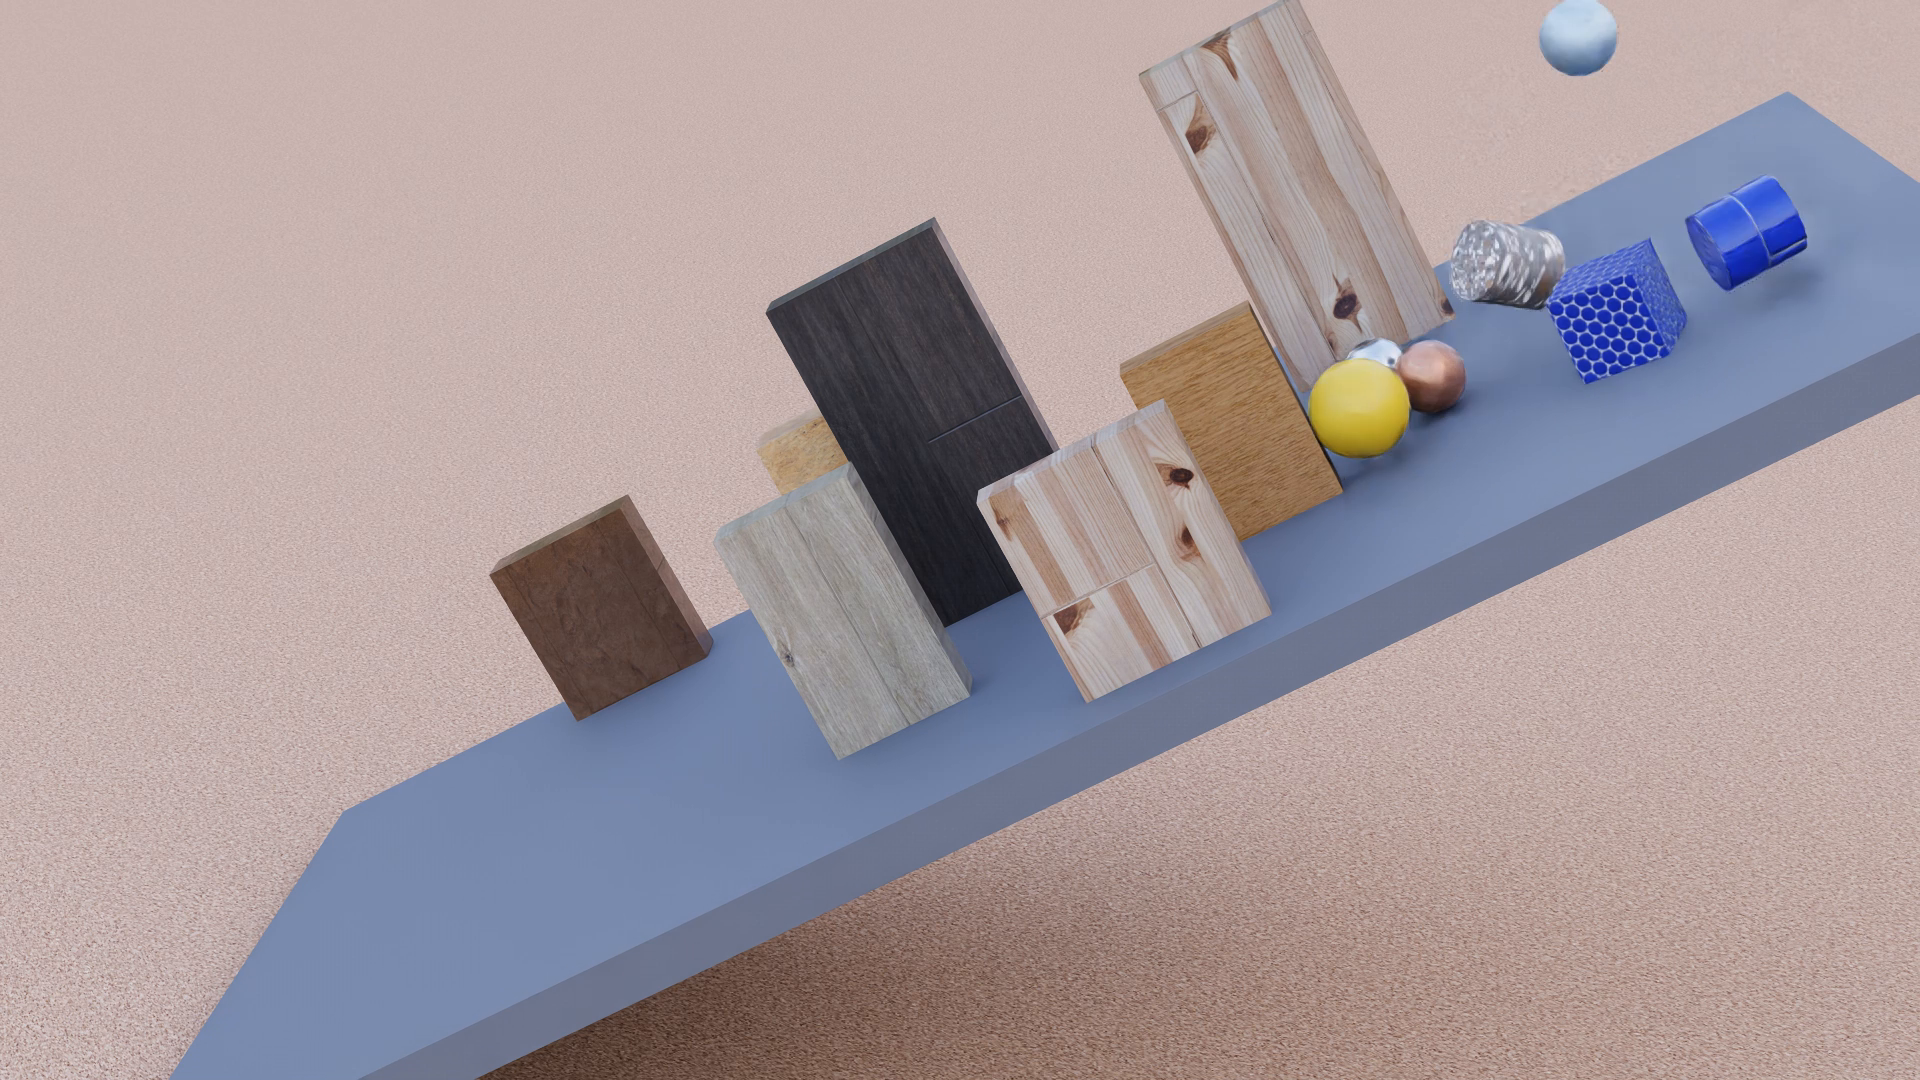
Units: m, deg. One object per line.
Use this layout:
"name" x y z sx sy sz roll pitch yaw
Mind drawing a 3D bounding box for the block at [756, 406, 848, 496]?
"block" -0.199 -0.056 6.461 0.270 0.513 0.131 -26 14 11

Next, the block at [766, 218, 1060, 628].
"block" -0.045 -0.244 6.257 0.396 0.785 0.107 -26 14 11

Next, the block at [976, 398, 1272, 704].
"block" 0.301 0.022 5.373 0.380 0.432 0.087 -26 14 11

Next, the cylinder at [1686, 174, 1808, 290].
"cylinder" 1.491 -0.582 5.575 0.163 0.163 0.163 -29 19 2

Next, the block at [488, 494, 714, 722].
"block" -0.872 0.167 7.179 0.369 0.425 0.120 -26 14 11

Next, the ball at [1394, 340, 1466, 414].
"ball" 0.948 -0.329 5.936 0.148 0.148 0.148 0 17 0

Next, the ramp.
"ramp" 0.141 0.167 6.281 4.000 0.100 2.000 -26 14 11

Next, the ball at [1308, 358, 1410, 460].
"ball" 0.783 -0.257 5.769 0.199 0.199 0.199 0 17 0

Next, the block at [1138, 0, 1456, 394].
"block" 0.748 -0.762 6.510 0.383 0.795 0.097 -26 14 11

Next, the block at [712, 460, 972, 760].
"block" -0.229 0.142 5.826 0.299 0.510 0.107 -26 14 11

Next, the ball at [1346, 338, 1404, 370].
"ball" 0.878 -0.356 6.189 0.137 0.137 0.137 0 17 0

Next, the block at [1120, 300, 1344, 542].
"block" 0.536 -0.222 5.813 0.283 0.412 0.095 -26 14 11

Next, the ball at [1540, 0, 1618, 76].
"ball" 1.238 -1.007 5.888 0.155 0.155 0.155 0 17 0

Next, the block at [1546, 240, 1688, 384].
"block" 1.261 -0.438 5.643 0.178 0.178 0.178 -20 17 33

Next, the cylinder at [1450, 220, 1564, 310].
"cylinder" 1.101 -0.552 5.914 0.162 0.162 0.162 5 14 -26
